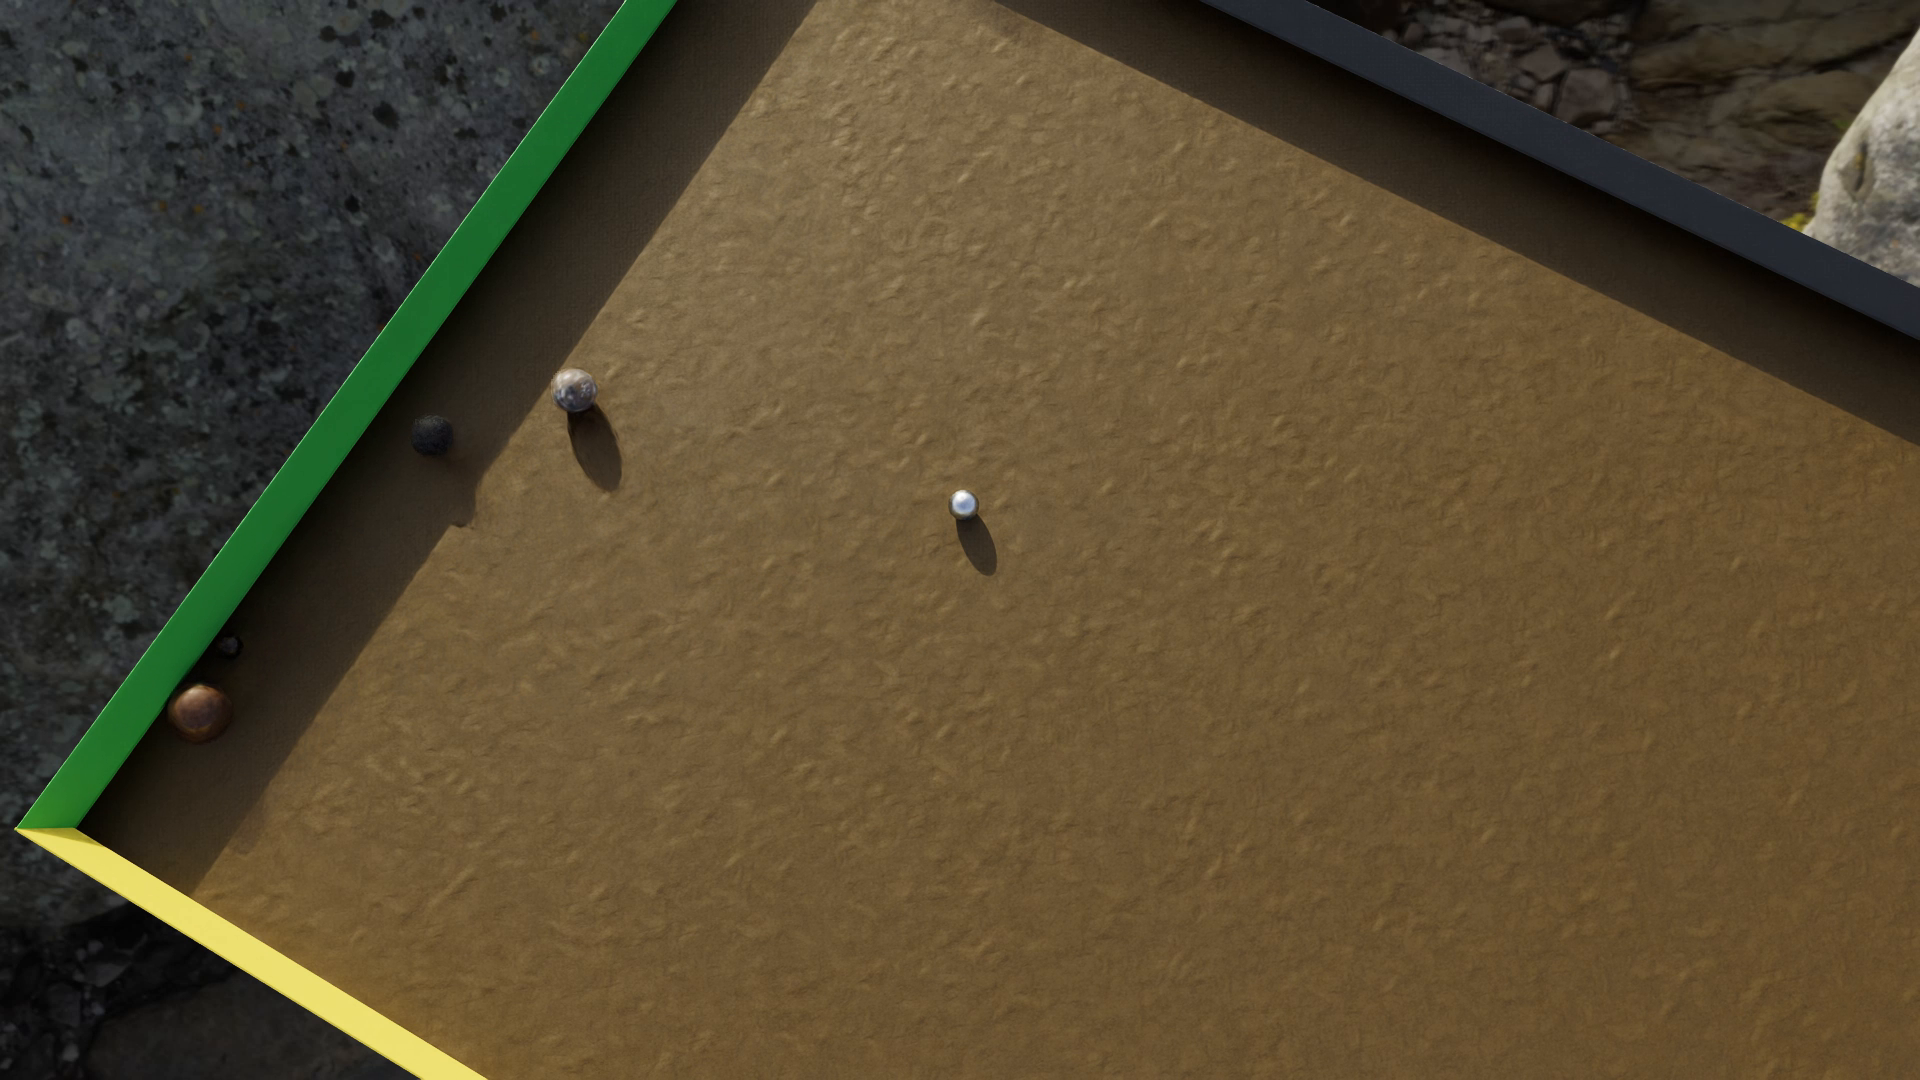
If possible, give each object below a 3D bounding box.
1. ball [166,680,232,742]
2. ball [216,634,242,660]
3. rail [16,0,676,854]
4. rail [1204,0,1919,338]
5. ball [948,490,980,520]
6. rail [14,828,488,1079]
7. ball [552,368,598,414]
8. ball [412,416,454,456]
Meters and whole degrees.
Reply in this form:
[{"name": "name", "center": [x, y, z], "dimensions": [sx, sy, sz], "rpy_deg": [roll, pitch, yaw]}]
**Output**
[{"name": "ball", "center": [-1.158, 0.261, 3.348], "dimensions": [0.094, 0.094, 0.094], "rpy_deg": [0, 69, 0]}, {"name": "ball", "center": [-1.135, 0.165, 3.414], "dimensions": [0.040, 0.040, 0.040], "rpy_deg": [0, 69, 0]}, {"name": "rail", "center": [-0.810, -0.442, 3.599], "dimensions": [0.045, 0.125, 2.211], "rpy_deg": [28, 72, 10]}, {"name": "rail", "center": [1.366, -0.447, 3.601], "dimensions": [3.824, 0.125, 0.045], "rpy_deg": [28, 72, 10]}, {"name": "ball", "center": [0.006, -0.055, 3.493], "dimensions": [0.050, 0.050, 0.050], "rpy_deg": [0, 69, 0]}, {"name": "rail", "center": [0.295, 1.310, 2.931], "dimensions": [3.824, 0.125, 0.045], "rpy_deg": [28, 72, 10]}, {"name": "ball", "center": [-0.622, -0.241, 3.552], "dimensions": [0.072, 0.072, 0.072], "rpy_deg": [0, 69, 0]}, {"name": "ball", "center": [-0.845, -0.167, 3.527], "dimensions": [0.065, 0.065, 0.065], "rpy_deg": [0, 69, 0]}]
